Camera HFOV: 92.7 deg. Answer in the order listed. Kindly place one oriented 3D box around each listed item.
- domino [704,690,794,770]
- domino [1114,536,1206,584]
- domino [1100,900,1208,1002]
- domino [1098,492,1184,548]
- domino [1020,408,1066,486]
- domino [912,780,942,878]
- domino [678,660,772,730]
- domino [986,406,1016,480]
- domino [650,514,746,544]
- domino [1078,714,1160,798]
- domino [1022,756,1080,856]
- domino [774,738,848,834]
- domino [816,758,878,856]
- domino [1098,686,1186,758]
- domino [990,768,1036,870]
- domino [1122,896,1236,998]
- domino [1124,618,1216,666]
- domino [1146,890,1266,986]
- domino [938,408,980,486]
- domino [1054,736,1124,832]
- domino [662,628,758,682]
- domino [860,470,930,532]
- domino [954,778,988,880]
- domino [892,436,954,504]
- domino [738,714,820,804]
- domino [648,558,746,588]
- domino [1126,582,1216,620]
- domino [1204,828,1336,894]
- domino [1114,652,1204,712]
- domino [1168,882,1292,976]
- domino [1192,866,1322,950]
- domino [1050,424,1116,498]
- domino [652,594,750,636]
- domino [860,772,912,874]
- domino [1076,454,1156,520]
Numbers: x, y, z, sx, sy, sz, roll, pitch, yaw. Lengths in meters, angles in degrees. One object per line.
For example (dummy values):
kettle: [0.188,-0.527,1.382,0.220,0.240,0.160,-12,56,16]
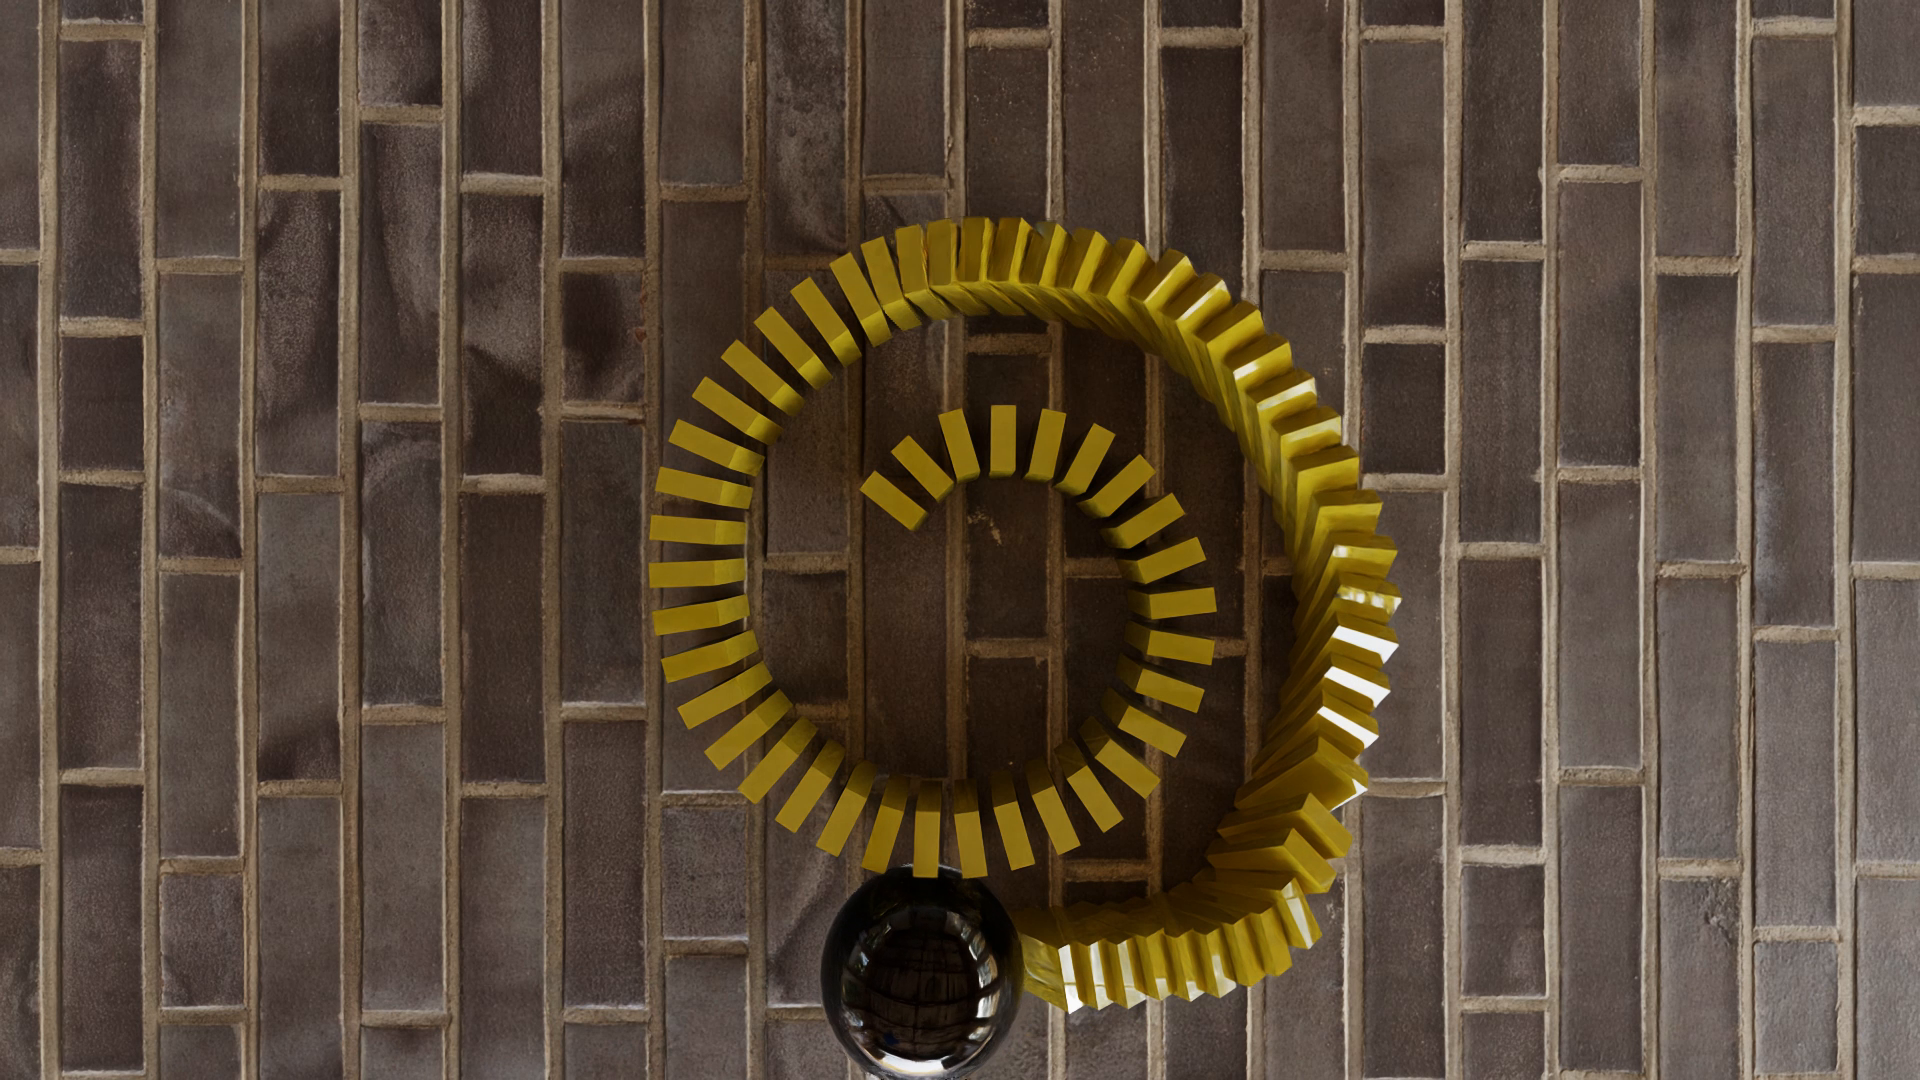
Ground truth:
domino: [-0.085,0.077,0.375,0.025,0.050,0.009,-40,90,0]
domino: [0.081,0.008,0.375,0.025,0.050,0.009,-22,90,0]
domino: [0.077,0.168,0.376,0.009,0.050,0.025,-13,90,-32]
domino: [0.073,-0.007,0.375,0.025,0.050,0.009,-32,90,0]
domino: [0.033,-0.037,0.375,0.009,0.050,0.025,12,90,0]
domino: [-0.013,0.117,0.375,0.009,0.050,0.025,2,89,0]
domino: [-0.095,0.063,0.375,0.025,0.050,0.009,-28,90,0]
domino: [0.017,-0.039,0.375,0.009,0.050,0.025,1,90,0]
domino: [-0.106,-0.004,0.375,0.025,0.050,0.009,5,90,0]
domino: [0.064,0.087,0.375,0.025,0.050,0.010,39,90,0]
domino: [0.037,0.107,0.375,0.009,0.050,0.025,-24,90,0]
domino: [-0.060,0.099,0.375,0.009,0.050,0.025,34,90,0]
domino: [-0.045,0.108,0.375,0.010,0.050,0.025,27,90,0]
domino: [0.073,0.073,0.375,0.025,0.050,0.009,28,90,0]
domino: [0.021,0.113,0.375,0.010,0.050,0.025,-16,90,0]
domino: [0.088,0.166,0.376,0.009,0.050,0.025,-13,91,-32]
domino: [0.084,0.041,0.375,0.025,0.050,0.010,10,90,0]
domino: [0.099,0.163,0.376,0.009,0.050,0.025,-16,90,-32]
domino: [0.000,-0.037,0.375,0.010,0.050,0.025,-17,90,0]
domino: [0.052,0.099,0.375,0.010,0.050,0.025,-34,90,0]
domino: [-0.101,0.047,0.375,0.025,0.050,0.009,-16,90,0]
domino: [-0.026,-0.015,0.375,0.025,0.050,0.010,39,90,0]
domino: [0.004,0.117,0.375,0.010,0.050,0.025,-8,90,0]
domino: [-0.014,-0.028,0.375,0.010,0.050,0.025,-44,90,0]
domino: [-0.073,0.089,0.375,0.010,0.050,0.025,41,90,0]
domino: [-0.106,0.013,0.375,0.025,0.050,0.009,-2,90,0]
domino: [0.085,0.024,0.375,0.025,0.050,0.009,-7,90,0]
domino: [0.126,0.133,0.376,0.025,0.050,0.010,46,58,0]
domino: [0.080,0.058,0.375,0.025,0.050,0.010,19,90,0]
domino: [0.110,0.159,0.376,0.009,0.050,0.025,-16,90,-32]
domino: [0.121,0.150,0.376,0.010,0.050,0.025,-25,90,-32]
domino: [0.050,-0.032,0.375,0.009,0.050,0.025,28,90,0]
domino: [-0.105,0.030,0.375,0.025,0.050,0.009,-9,90,0]
domino: [-0.030,0.114,0.375,0.010,0.050,0.025,18,90,0]
domino: [0.063,-0.021,0.375,0.025,0.050,0.009,-43,90,0]
